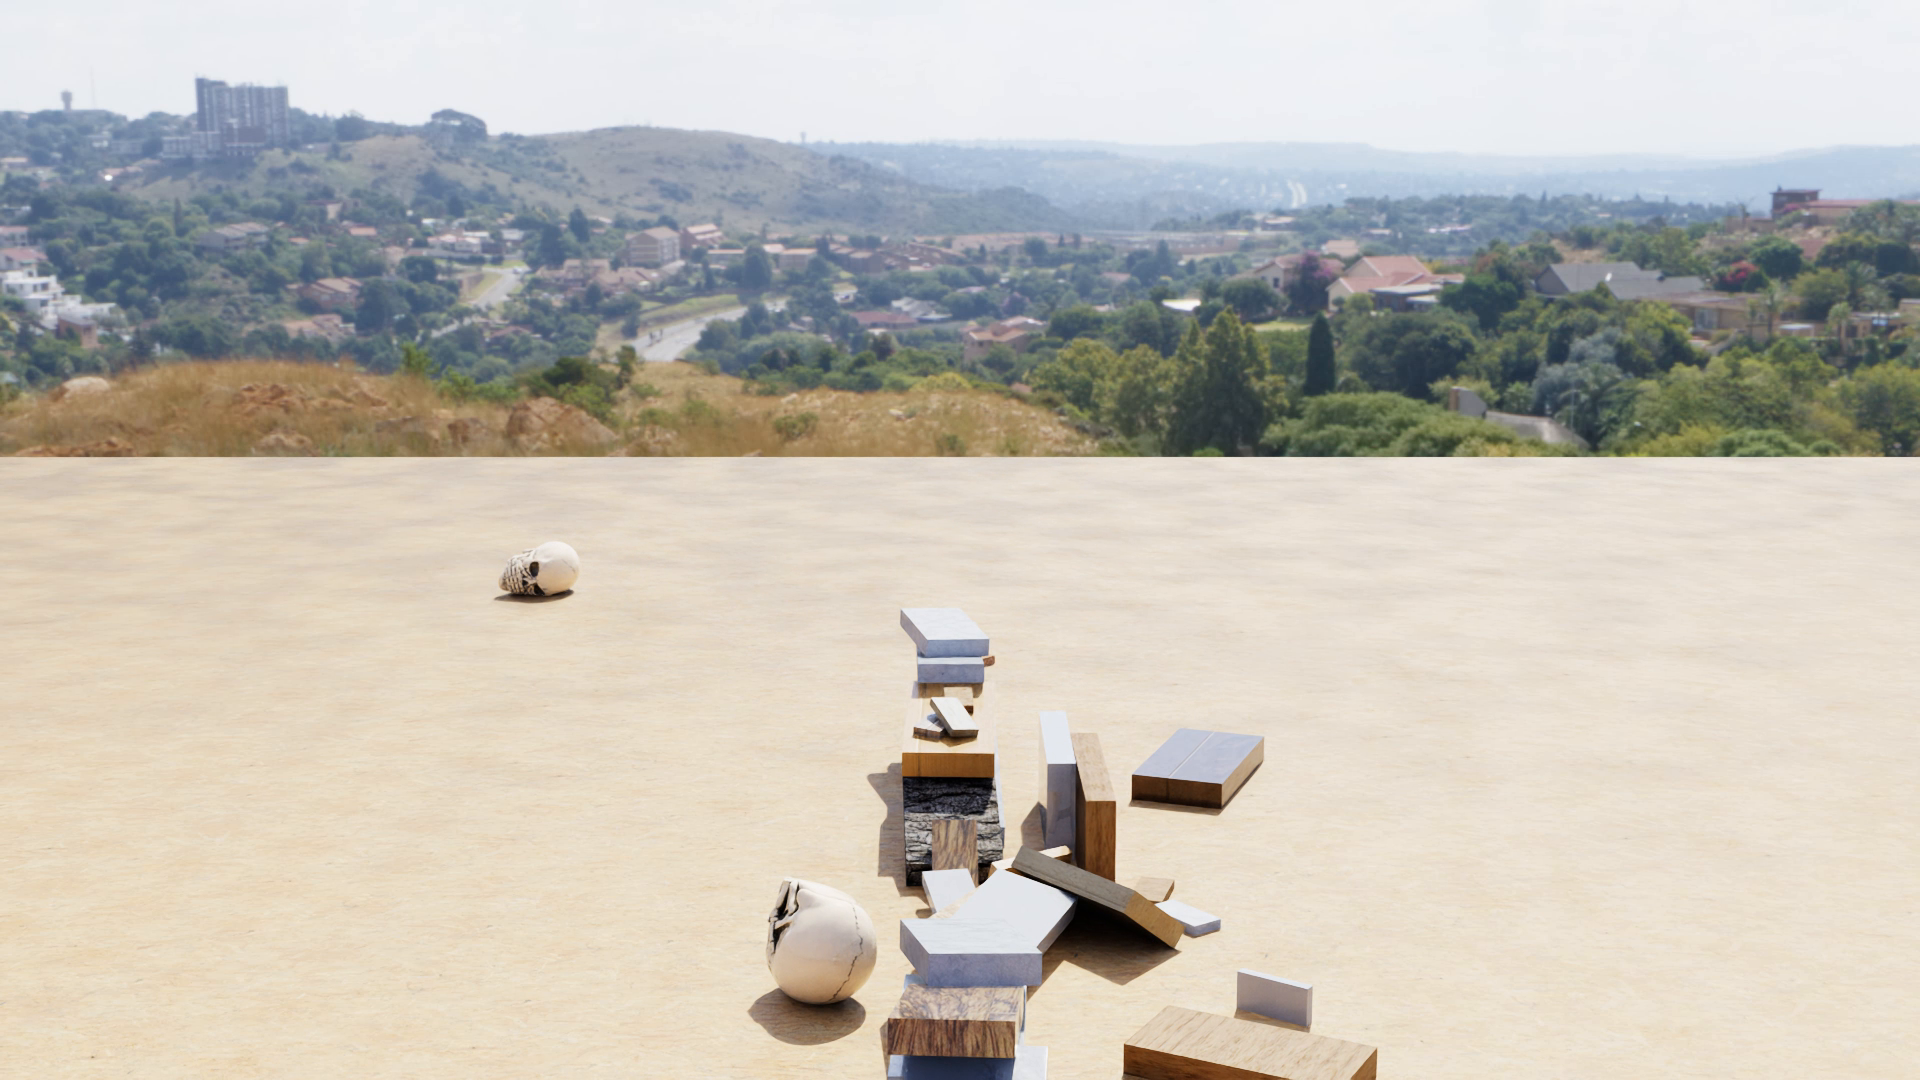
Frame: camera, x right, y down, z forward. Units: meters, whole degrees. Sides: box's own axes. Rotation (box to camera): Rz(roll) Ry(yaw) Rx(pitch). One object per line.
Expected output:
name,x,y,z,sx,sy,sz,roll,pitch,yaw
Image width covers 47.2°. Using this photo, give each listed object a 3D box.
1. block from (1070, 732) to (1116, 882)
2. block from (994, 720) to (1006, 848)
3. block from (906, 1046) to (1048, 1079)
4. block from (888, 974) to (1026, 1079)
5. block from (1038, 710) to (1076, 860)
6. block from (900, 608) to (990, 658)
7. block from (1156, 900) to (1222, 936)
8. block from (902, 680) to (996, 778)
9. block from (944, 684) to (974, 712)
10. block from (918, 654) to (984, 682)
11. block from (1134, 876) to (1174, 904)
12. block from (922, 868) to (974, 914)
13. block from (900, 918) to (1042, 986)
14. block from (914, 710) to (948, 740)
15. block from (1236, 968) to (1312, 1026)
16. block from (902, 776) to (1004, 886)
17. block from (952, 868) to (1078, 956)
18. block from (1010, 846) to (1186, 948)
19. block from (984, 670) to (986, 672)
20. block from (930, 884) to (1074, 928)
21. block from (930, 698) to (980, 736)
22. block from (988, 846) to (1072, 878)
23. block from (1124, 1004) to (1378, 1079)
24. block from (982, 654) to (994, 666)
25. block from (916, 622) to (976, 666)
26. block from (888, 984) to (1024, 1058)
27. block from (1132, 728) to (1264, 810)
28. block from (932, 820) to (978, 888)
block,0.227,0.475,3.809,0.050,0.176,0.415,0,11,-1
block,-0.010,0.437,4.025,0.164,0.046,0.328,-1,34,-3
block,0.011,0.711,2.570,0.169,0.048,0.338,1,24,4
block,0.001,0.660,2.899,0.169,0.048,0.337,0,11,2
block,0.175,0.441,3.990,0.050,0.176,0.352,0,11,0
block,-0.033,0.184,4.418,0.125,0.035,0.250,0,12,-14
block,0.360,0.607,3.536,0.057,0.016,0.113,-8,13,-36
block,-0.018,0.343,4.031,0.164,0.046,0.328,1,19,1
block,-0.003,0.293,4.082,0.053,0.015,0.105,0,19,-2
block,-0.020,0.247,4.260,0.125,0.035,0.250,0,2,-1
block,0.318,0.586,3.647,0.057,0.016,0.113,3,11,15
block,-0.010,0.583,3.556,0.076,0.022,0.152,-2,24,-12
block,0.011,0.571,3.060,0.152,0.043,0.304,1,-1,-9
block,-0.038,0.330,3.976,0.053,0.015,0.105,9,21,23
block,0.451,0.656,3.157,0.113,0.057,0.016,8,13,36
block,-0.016,0.485,3.841,0.164,0.046,0.328,-1,28,-3
block,0.072,0.586,3.349,0.136,0.039,0.273,18,17,16
block,0.217,0.565,3.490,0.136,0.039,0.273,39,-16,-36
block,0.010,0.311,5.045,0.071,0.020,0.142,2,0,10
block,0.060,0.598,3.435,0.136,0.039,0.273,20,18,25
block,-0.011,0.318,3.963,0.053,0.015,0.105,2,28,-27
block,0.112,0.556,3.635,0.152,0.076,0.022,-7,32,-34
block,0.390,0.700,2.958,0.304,0.043,0.152,6,12,28
block,0.009,0.291,5.225,0.071,0.020,0.142,9,14,41
block,-0.021,0.293,4.363,0.125,0.035,0.467,0,27,-2
block,-0.001,0.602,2.763,0.152,0.043,0.304,1,-4,4
block,0.470,0.445,4.313,0.176,0.050,0.352,4,11,20
block,-0.009,0.535,3.677,0.076,0.022,0.152,0,45,-2
